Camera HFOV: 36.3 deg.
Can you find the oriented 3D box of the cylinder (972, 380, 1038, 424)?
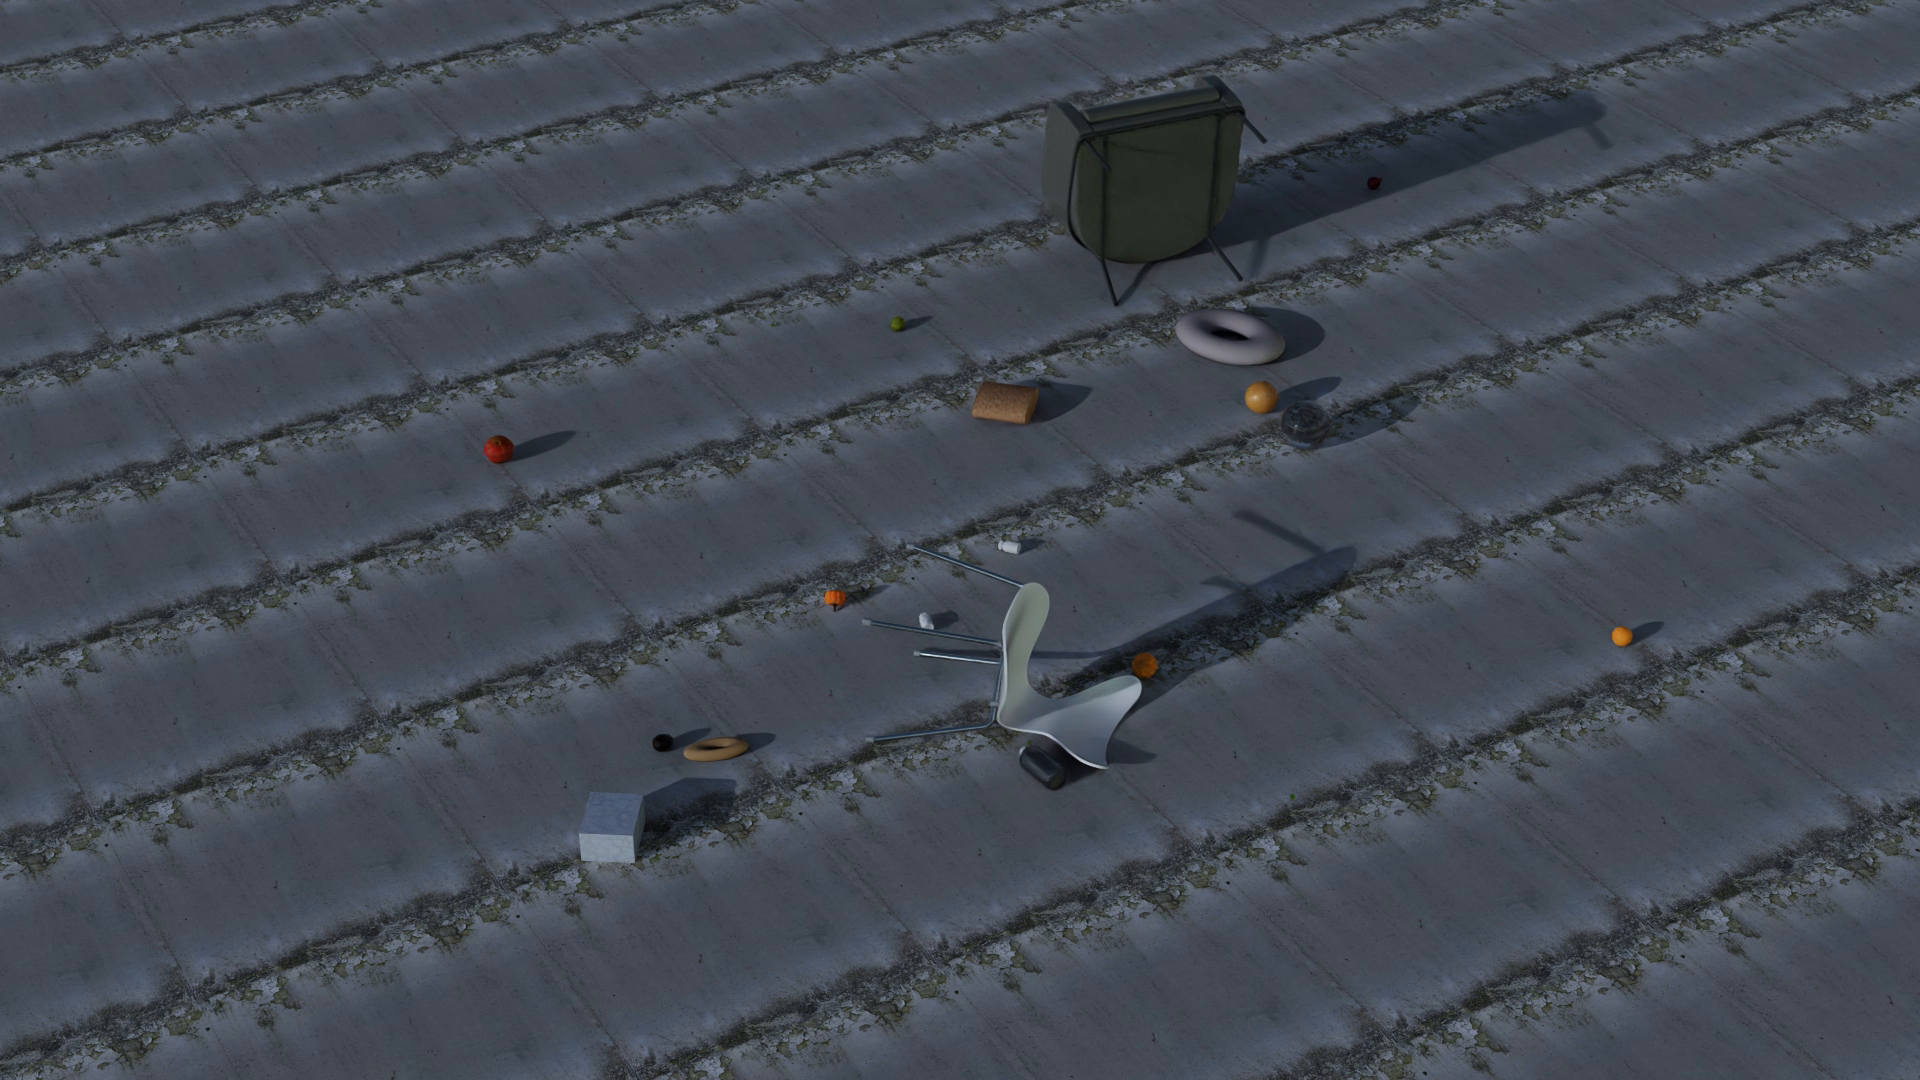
[{"bbox_3d":[0.181,-0.549,11.692,0.217,0.094,0.235,8,36,12],"label":"cylinder"}]

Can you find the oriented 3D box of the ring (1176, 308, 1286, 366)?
[{"bbox_3d":[1.118,-0.842,12.140,0.490,0.092,0.354,22,40,30],"label":"ring"}]

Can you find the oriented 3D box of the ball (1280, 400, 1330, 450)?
[{"bbox_3d":[1.348,-0.450,11.452,0.193,0.193,0.193,0,33,0],"label":"ball"}]

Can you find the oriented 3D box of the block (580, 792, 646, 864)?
[{"bbox_3d":[-1.118,0.925,9.439,0.173,0.112,0.213,2,33,3],"label":"block"}]

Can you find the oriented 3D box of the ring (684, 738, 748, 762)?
[{"bbox_3d":[-0.819,0.703,9.838,0.221,0.045,0.089,-7,36,-10],"label":"ring"}]

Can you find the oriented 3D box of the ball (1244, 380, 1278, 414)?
[{"bbox_3d":[1.201,-0.569,11.686,0.133,0.133,0.133,0,33,0],"label":"ball"}]
